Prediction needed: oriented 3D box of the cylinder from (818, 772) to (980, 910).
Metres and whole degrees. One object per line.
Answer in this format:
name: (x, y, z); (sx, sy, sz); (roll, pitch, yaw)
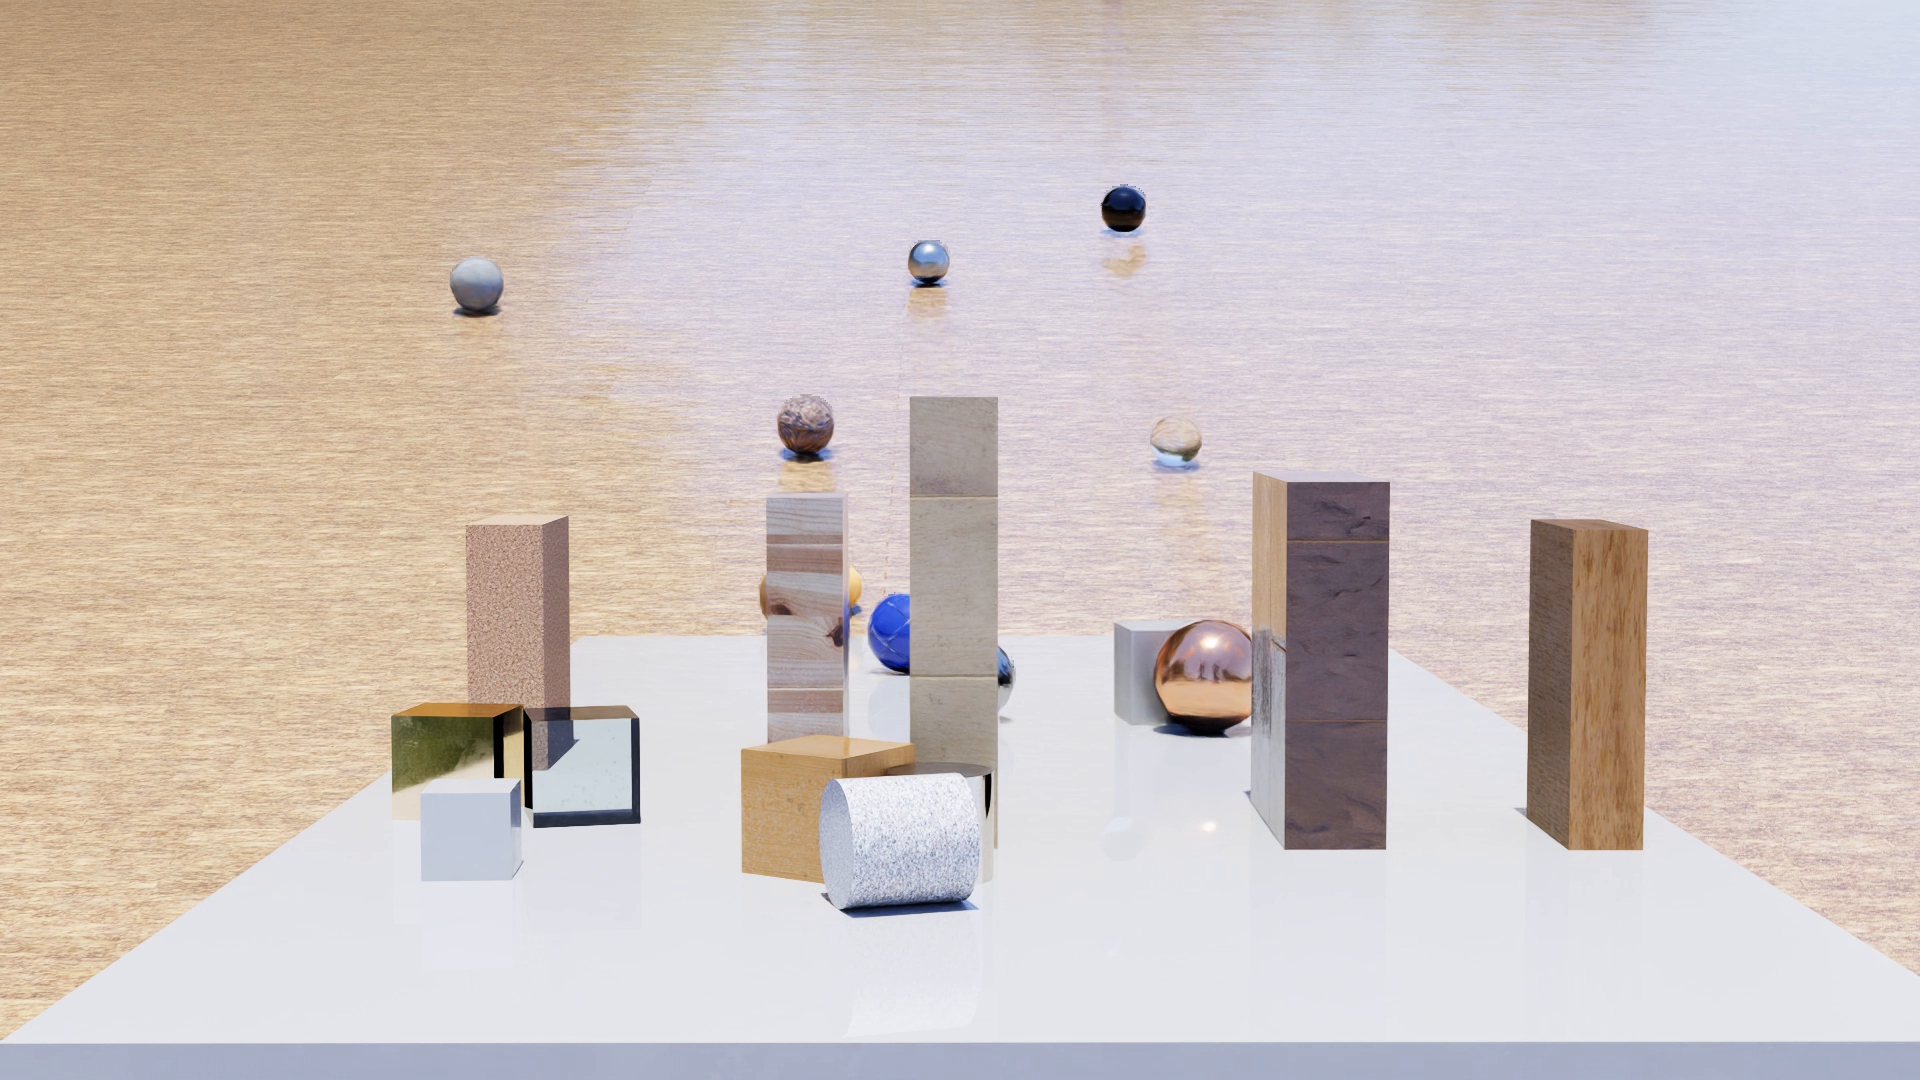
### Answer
cylinder: (-0.077, 0.374, 3.197); (0.160, 0.160, 0.160); (-1, 19, -18)

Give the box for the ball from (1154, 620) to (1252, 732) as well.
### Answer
ball: (0.463, 0.252, 4.750); (0.208, 0.208, 0.208); (0, 20, 0)

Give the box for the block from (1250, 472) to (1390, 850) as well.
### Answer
block: (0.521, 0.162, 3.752); (0.142, 0.512, 0.408); (0, 4, 0)

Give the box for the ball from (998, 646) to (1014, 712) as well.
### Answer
ball: (0.021, 0.264, 4.896); (0.164, 0.164, 0.164); (0, 20, 0)

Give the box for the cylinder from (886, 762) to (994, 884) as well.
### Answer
cylinder: (-0.026, 0.372, 3.369); (0.141, 0.141, 0.141); (0, 4, 0)

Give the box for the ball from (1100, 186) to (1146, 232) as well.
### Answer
ball: (0.713, -1.438, 11.176); (0.200, 0.200, 0.200); (0, 20, 0)

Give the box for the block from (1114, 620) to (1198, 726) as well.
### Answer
block: (0.400, 0.254, 4.938); (0.180, 0.180, 0.180); (-1, 4, -7)

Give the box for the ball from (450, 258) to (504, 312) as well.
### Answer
ball: (-1.866, -0.986, 9.919); (0.203, 0.203, 0.203); (0, 20, 0)

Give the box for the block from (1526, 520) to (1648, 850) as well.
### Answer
block: (0.895, 0.200, 3.678); (0.103, 0.446, 0.265); (0, 4, 0)

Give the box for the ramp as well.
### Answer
ramp: (0.046, 0.420, 4.534); (2.000, 0.100, 4.000); (0, 4, 0)

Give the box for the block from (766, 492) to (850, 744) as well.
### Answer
block: (-0.269, 0.143, 4.575); (0.132, 0.448, 0.241); (0, 4, 0)

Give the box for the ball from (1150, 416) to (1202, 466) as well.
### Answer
ball: (0.681, -0.312, 8.111); (0.162, 0.162, 0.162); (0, 20, 0)

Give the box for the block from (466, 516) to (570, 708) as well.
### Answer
block: (-0.766, 0.169, 4.471); (0.129, 0.409, 0.293); (0, 4, 0)

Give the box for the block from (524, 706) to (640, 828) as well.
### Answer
block: (-0.565, 0.336, 3.830); (0.156, 0.156, 0.156); (-1, 4, -14)

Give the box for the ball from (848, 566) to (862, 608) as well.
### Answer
ball: (-0.329, 0.127, 6.941); (0.131, 0.131, 0.131); (0, 20, 0)

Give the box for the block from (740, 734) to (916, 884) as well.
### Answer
block: (-0.175, 0.357, 3.422); (0.165, 0.165, 0.165); (2, 4, 34)

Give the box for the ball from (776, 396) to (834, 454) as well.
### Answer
ball: (-0.494, -0.367, 8.227); (0.187, 0.187, 0.187); (0, 20, 0)

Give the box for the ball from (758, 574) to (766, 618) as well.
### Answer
ball: (-0.426, 0.148, 6.767); (0.209, 0.209, 0.209); (0, 20, 0)

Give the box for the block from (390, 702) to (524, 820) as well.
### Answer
block: (-0.756, 0.334, 3.874); (0.156, 0.156, 0.156); (0, 4, 7)

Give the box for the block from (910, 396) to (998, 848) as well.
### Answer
block: (-0.009, 0.109, 3.676); (0.122, 0.628, 0.241); (0, 4, 0)

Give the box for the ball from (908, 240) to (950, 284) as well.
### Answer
ball: (-0.127, -1.119, 10.336); (0.170, 0.170, 0.170); (0, 20, 0)

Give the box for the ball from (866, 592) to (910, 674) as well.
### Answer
ball: (-0.118, 0.207, 5.704); (0.178, 0.178, 0.178); (0, 20, 0)

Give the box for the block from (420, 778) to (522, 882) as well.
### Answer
block: (-0.647, 0.383, 3.403); (0.116, 0.116, 0.116); (0, 4, -3)
